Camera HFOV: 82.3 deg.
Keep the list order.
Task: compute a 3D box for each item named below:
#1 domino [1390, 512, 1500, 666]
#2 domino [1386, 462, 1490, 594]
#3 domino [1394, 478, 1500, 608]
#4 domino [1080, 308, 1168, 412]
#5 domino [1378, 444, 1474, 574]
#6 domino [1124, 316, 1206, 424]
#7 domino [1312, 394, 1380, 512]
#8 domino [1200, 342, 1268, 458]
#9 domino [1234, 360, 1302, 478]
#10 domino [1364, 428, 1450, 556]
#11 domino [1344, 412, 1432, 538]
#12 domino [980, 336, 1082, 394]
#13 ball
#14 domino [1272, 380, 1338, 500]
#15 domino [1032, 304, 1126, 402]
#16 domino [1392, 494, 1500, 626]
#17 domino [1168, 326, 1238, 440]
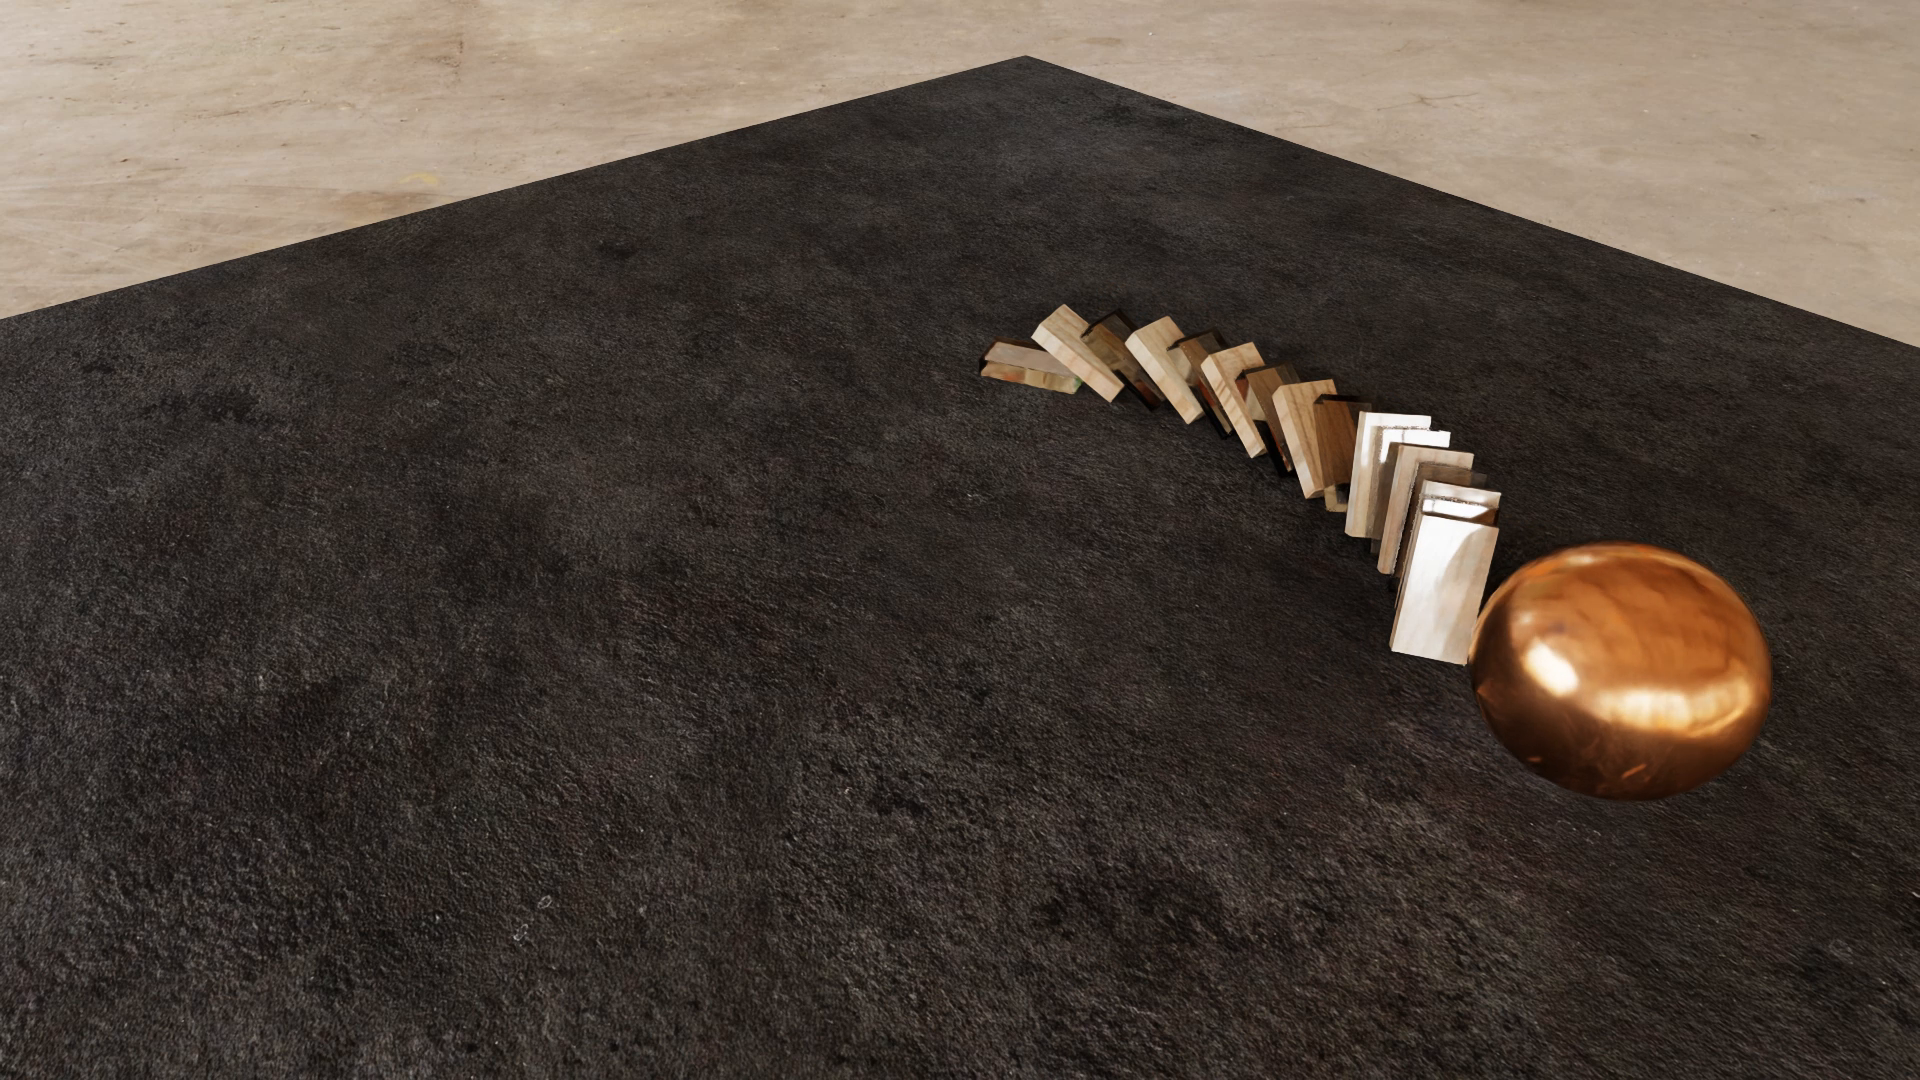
[{"bbox_3d":[0.172,0.017,0.392,0.025,0.050,0.009,11,12,13],"label":"domino"},{"bbox_3d":[0.180,-0.003,0.416,0.025,0.050,0.010,11,12,13],"label":"domino"},{"bbox_3d":[0.180,0.004,0.407,0.025,0.050,0.009,11,12,13],"label":"domino"},{"bbox_3d":[0.085,-0.088,0.533,0.025,0.010,0.050,-35,79,-35],"label":"domino"},{"bbox_3d":[0.180,-0.011,0.426,0.025,0.050,0.010,8,11,10],"label":"domino"},{"bbox_3d":[0.104,-0.081,0.524,0.025,0.010,0.050,-29,77,-31],"label":"domino"},{"bbox_3d":[0.166,-0.037,0.466,0.025,0.009,0.050,2,70,-8],"label":"domino"},{"bbox_3d":[0.133,-0.064,0.502,0.025,0.009,0.050,-19,74,-22],"label":"domino"},{"bbox_3d":[0.145,-0.054,0.490,0.025,0.009,0.050,-16,73,-18],"label":"domino"},{"bbox_3d":[0.177,-0.019,0.435,0.025,0.050,0.010,3,11,4],"label":"domino"},{"bbox_3d":[0.172,-0.026,0.444,0.025,0.050,0.010,4,11,4],"label":"domino"},{"bbox_3d":[0.037,-0.088,0.551,0.050,0.010,0.025,15,42,17],"label":"domino"},{"bbox_3d":[0.201,0.040,0.339,0.080,0.080,0.080,0,39,0],"label":"ball"},{"bbox_3d":[0.156,-0.044,0.477,0.025,0.010,0.050,-9,72,-12],"label":"domino"},{"bbox_3d":[0.062,-0.092,0.538,0.050,0.009,0.025,40,49,4],"label":"domino"},{"bbox_3d":[0.176,0.011,0.400,0.025,0.050,0.010,11,12,13],"label":"domino"},{"bbox_3d":[0.121,-0.074,0.514,0.025,0.010,0.050,-22,75,-25],"label":"domino"}]
